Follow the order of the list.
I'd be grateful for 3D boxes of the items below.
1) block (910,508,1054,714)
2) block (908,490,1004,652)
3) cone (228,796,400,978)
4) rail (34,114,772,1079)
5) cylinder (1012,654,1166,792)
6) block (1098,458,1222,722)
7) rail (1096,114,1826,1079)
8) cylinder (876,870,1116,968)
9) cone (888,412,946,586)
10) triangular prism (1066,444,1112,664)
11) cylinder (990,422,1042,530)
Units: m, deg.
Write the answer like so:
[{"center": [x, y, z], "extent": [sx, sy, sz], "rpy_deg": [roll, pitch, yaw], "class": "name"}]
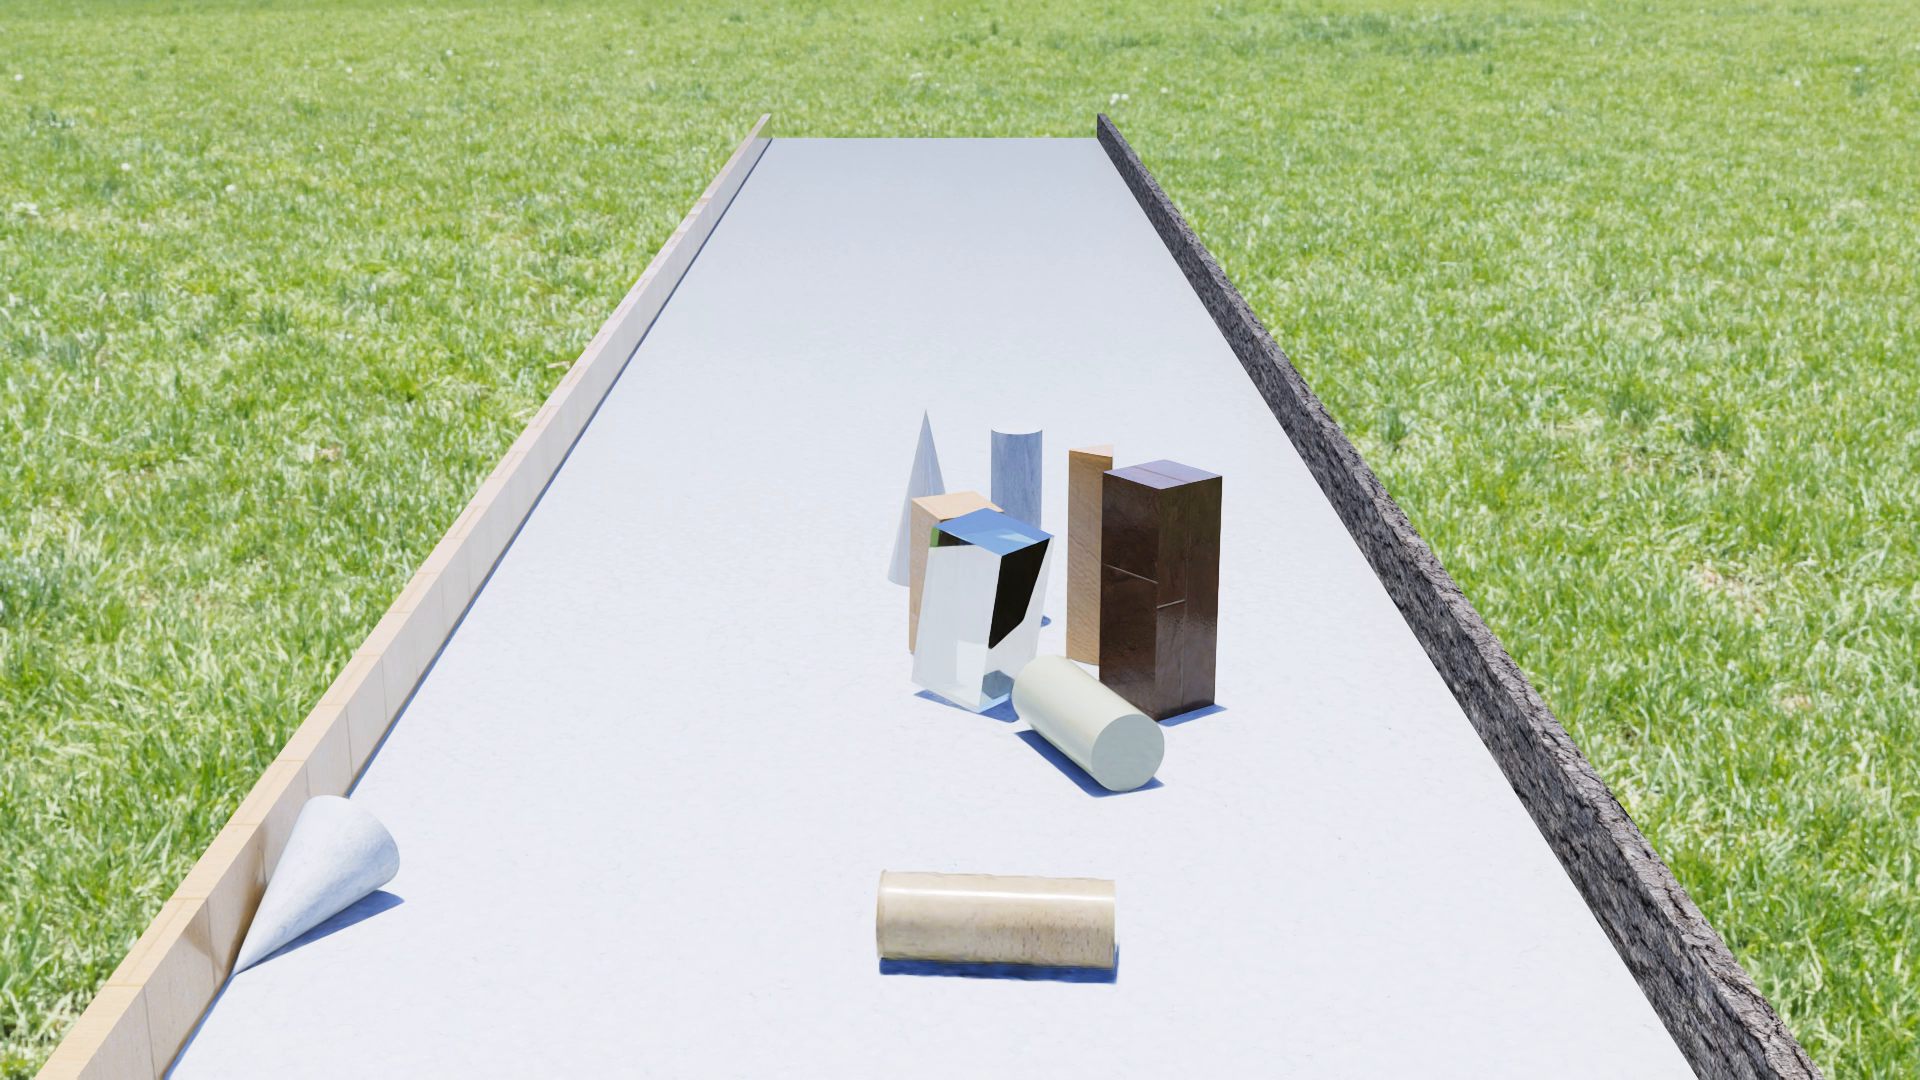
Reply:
[{"center": [0.042, 0.132, 4.174], "extent": [0.165, 0.325, 0.165], "rpy_deg": [23, 27, 33], "class": "block"}, {"center": [-0.009, 0.083, 4.374], "extent": [0.138, 0.321, 0.138], "rpy_deg": [-8, 21, -24], "class": "block"}, {"center": [-0.989, 0.543, 3.250], "extent": [0.177, 0.177, 0.311], "rpy_deg": [6, 34, 20], "class": "cone"}, {"center": [-1.118, -0.838, 7.780], "extent": [0.050, 0.150, 12.000], "rpy_deg": [0, 17, -1], "class": "rail"}, {"center": [0.224, 0.321, 3.901], "extent": [0.142, 0.142, 0.328], "rpy_deg": [-7, 18, -22], "class": "cylinder"}, {"center": [0.374, 0.093, 4.126], "extent": [0.156, 0.449, 0.156], "rpy_deg": [-12, 21, -36], "class": "block"}, {"center": [0.932, -0.844, 7.801], "extent": [0.050, 0.150, 12.000], "rpy_deg": [0, 17, -1], "class": "rail"}, {"center": [0.054, 0.546, 3.170], "extent": [0.338, 0.126, 0.126], "rpy_deg": [1, 17, 5], "class": "cylinder"}, {"center": [-0.075, -0.105, 4.898], "extent": [0.179, 0.389, 0.179], "rpy_deg": [0, 17, 0], "class": "cone"}, {"center": [0.277, 0.028, 4.376], "extent": [0.098, 0.432, 0.085], "rpy_deg": [11, 20, 33], "class": "triangular prism"}, {"center": [0.118, -0.034, 4.615], "extent": [0.107, 0.414, 0.107], "rpy_deg": [0, 17, 0], "class": "cylinder"}]
